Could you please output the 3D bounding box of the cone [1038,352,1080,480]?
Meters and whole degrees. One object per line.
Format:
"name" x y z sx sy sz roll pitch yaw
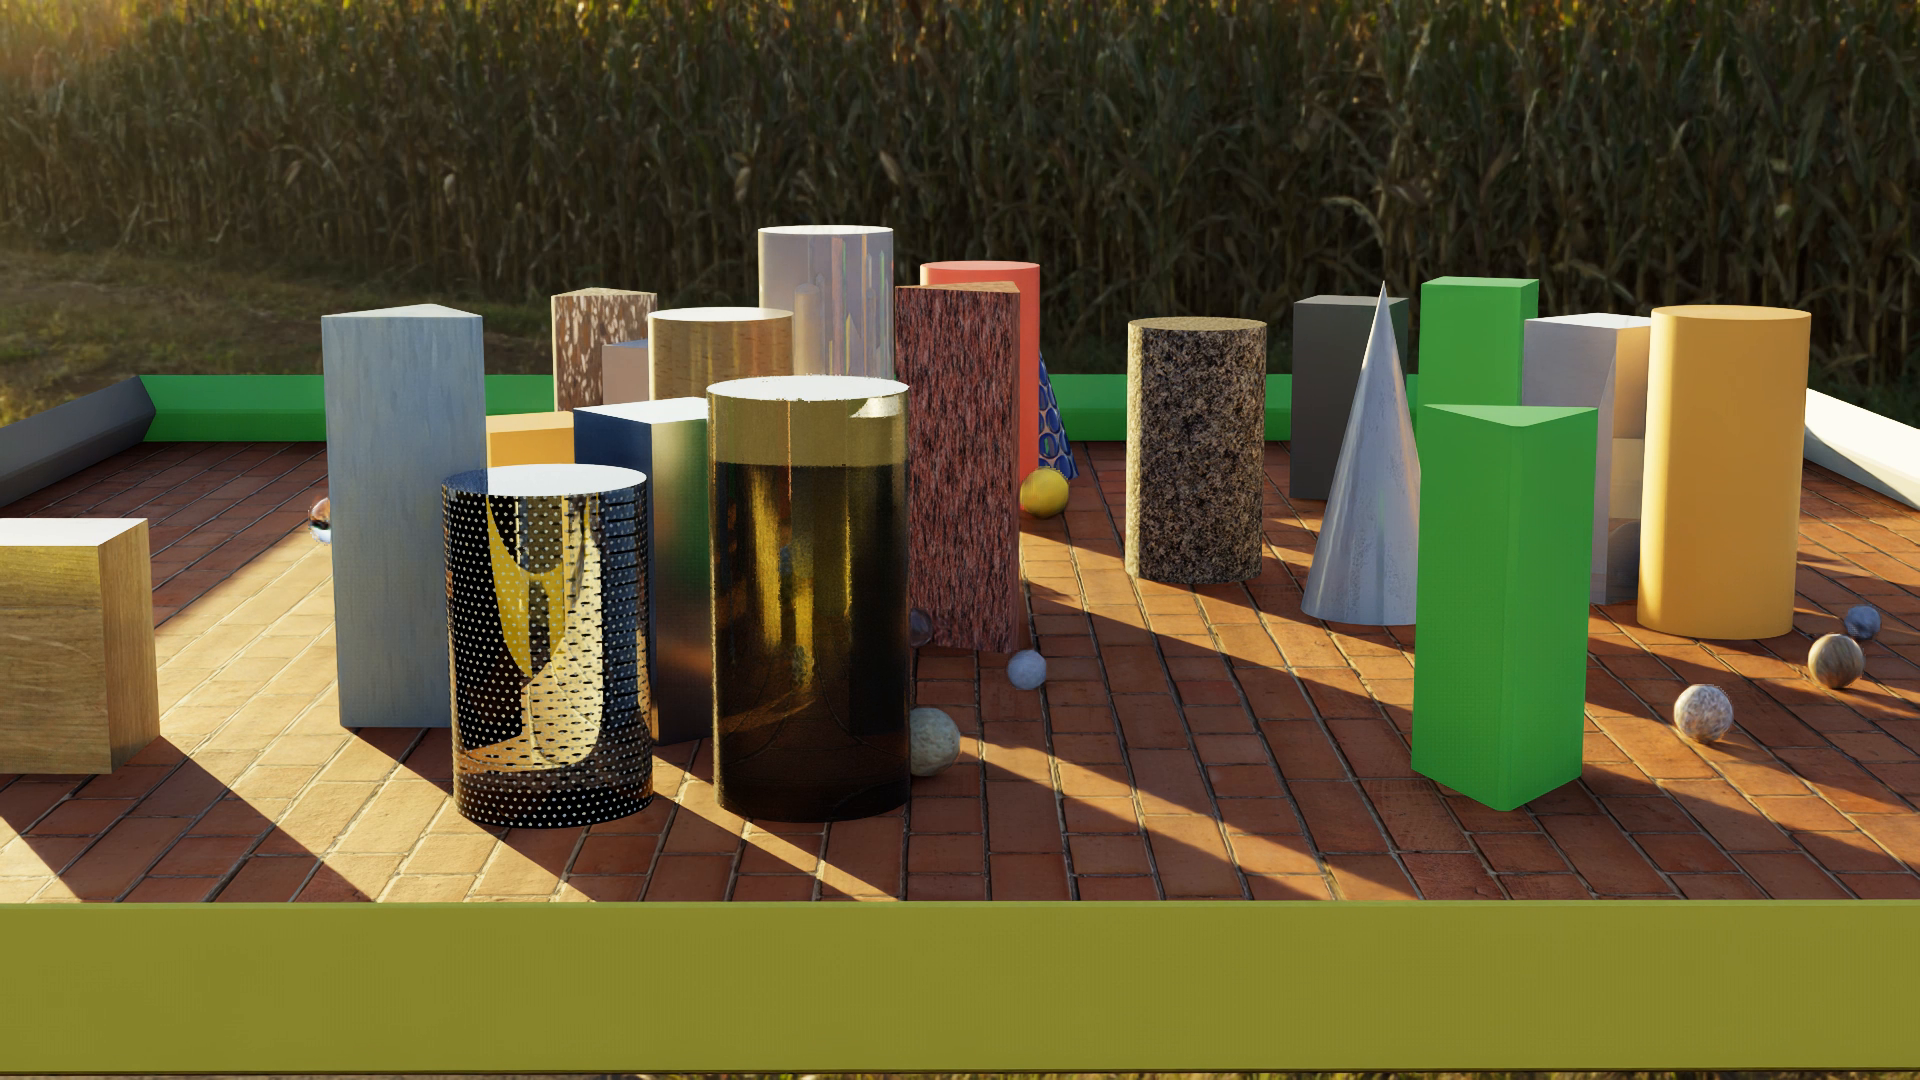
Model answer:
"cone" 0.116 -0.272 4.598 0.198 0.313 0.198 0 10 0

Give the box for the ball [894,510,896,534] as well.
"ball" -0.128 -0.029 3.961 0.066 0.066 0.066 0 10 0

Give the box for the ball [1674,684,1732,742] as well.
"ball" 0.810 0.189 2.797 0.062 0.062 0.062 0 10 0

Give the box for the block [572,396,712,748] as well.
"block" -0.316 0.030 2.854 0.159 0.353 0.159 -9 14 -39

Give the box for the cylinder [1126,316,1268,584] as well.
"cylinder" 0.341 -0.133 3.713 0.198 0.362 0.198 0 10 0

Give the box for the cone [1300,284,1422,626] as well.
"cone" 0.561 -0.125 3.436 0.198 0.446 0.198 0 10 0

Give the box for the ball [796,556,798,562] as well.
"ball" -0.261 0.028 3.686 0.054 0.054 0.054 0 10 0

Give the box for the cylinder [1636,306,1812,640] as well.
"cylinder" 0.997 -0.092 3.356 0.198 0.412 0.198 0 10 0

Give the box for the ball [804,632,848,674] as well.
"ball" -0.162 0.136 3.108 0.052 0.052 0.052 0 10 0

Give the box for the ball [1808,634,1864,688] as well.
"ball" 1.037 0.143 3.038 0.064 0.064 0.064 0 10 0

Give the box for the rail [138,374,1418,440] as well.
"rail" -0.009 -0.256 5.009 3.194 0.129 0.045 0 10 0

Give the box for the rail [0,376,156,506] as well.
"rail" -1.573 0.035 3.440 0.045 0.129 3.221 0 10 0

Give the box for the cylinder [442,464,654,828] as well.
"cylinder" -0.407 0.101 2.547 0.198 0.326 0.198 0 10 0

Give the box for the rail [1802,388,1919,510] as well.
"rail" 1.573 0.032 3.458 0.045 0.129 3.221 0 10 0

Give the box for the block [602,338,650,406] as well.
"block" -0.454 -0.167 4.086 0.159 0.293 0.159 6 12 30

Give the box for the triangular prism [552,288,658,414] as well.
"triangular prism" -0.605 -0.243 4.331 0.172 0.353 0.149 -3 11 -15

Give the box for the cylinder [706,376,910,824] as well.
"cylinder" -0.149 0.054 2.558 0.198 0.414 0.198 0 10 0

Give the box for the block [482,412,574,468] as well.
"block" -0.579 -0.035 3.478 0.159 0.254 0.159 -5 12 -27

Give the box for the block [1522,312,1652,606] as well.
"block" 0.895 -0.117 3.580 0.159 0.379 0.159 -8 13 -37

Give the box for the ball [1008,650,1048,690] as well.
"ball" 0.079 0.153 3.030 0.048 0.048 0.048 0 10 0

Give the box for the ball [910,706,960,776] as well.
"ball" -0.035 0.209 2.662 0.072 0.072 0.072 0 10 0

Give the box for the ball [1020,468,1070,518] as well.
"ball" 0.137 -0.076 4.174 0.081 0.081 0.081 0 10 0

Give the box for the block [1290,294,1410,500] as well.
"block" 0.666 -0.244 4.390 0.159 0.333 0.159 4 11 23

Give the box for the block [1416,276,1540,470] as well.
"block" 0.842 -0.230 4.183 0.159 0.382 0.159 4 11 22

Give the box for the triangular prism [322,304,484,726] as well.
"triangular prism" -0.606 -0.031 2.895 0.172 0.458 0.149 0 10 1

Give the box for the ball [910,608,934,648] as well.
"ball" -0.058 0.111 3.249 0.050 0.050 0.050 0 10 0

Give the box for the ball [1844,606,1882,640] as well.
"ball" 1.160 0.106 3.296 0.044 0.044 0.044 0 10 0

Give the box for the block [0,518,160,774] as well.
"block" -0.962 0.110 2.729 0.159 0.242 0.159 0 10 1

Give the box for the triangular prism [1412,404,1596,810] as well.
"triangular prism" 0.533 0.059 2.615 0.149 0.384 0.172 8 13 38

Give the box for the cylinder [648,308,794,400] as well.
"cylinder" -0.326 -0.116 3.541 0.198 0.392 0.198 0 10 0

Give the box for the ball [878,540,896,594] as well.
"ball" -0.070 0.038 3.549 0.085 0.085 0.085 0 10 0

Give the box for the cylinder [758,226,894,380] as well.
"cylinder" -0.197 -0.215 3.810 0.198 0.488 0.198 0 10 0

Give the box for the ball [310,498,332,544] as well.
"ball" -0.960 -0.030 3.941 0.075 0.075 0.075 0 10 0

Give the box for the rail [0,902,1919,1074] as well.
"rail" 0.009 0.322 1.888 3.194 0.129 0.045 0 10 0

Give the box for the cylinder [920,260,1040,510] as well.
"cylinder" 0.033 -0.260 4.297 0.198 0.399 0.198 0 10 0

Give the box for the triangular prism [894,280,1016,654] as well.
"triangular prism" 0.029 -0.099 3.282 0.172 0.452 0.149 6 12 28
